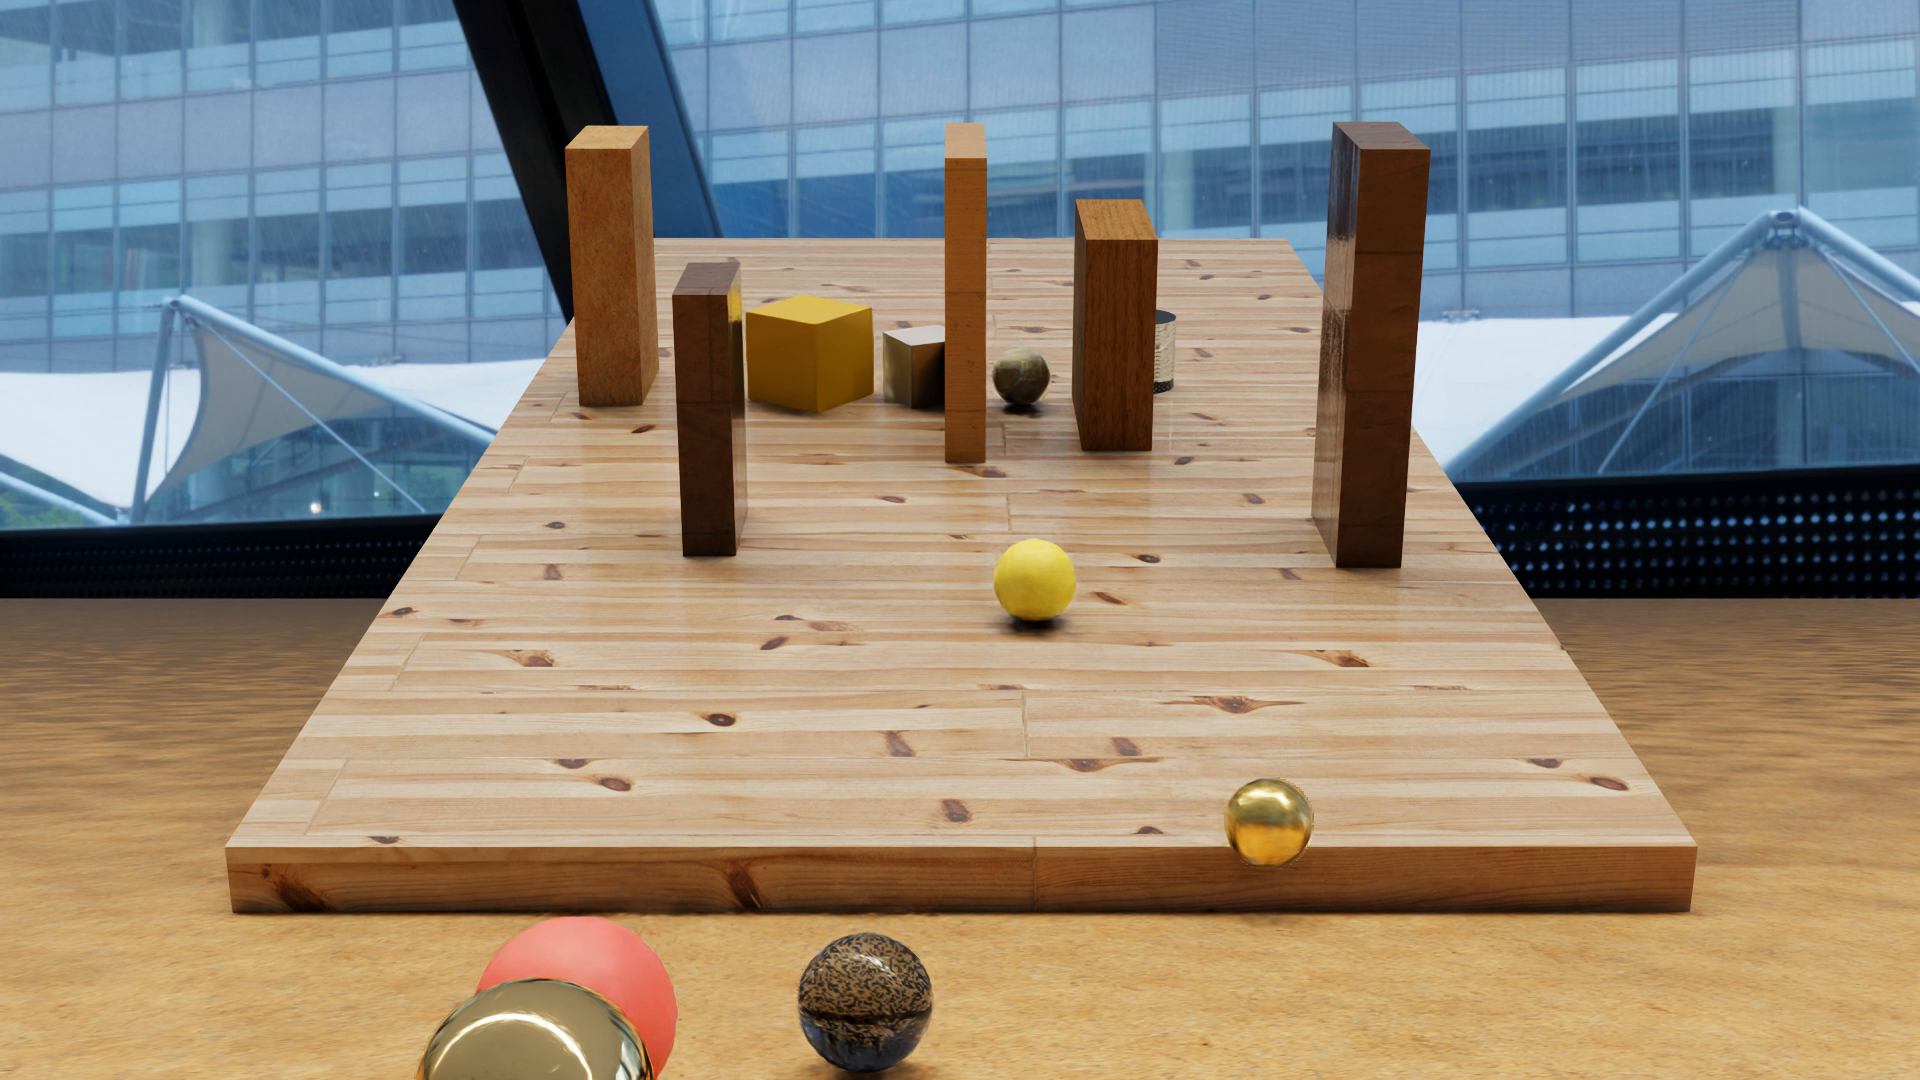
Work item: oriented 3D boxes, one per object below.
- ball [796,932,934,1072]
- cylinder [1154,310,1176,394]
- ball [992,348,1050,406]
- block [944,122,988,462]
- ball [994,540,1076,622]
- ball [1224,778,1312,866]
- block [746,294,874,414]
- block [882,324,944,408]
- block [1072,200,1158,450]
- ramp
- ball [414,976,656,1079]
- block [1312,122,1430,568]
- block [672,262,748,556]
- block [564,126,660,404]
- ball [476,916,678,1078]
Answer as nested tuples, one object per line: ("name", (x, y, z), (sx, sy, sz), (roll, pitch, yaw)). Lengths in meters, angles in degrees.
("ball", (-0.087, 0.424, 2.071), (0.126, 0.126, 0.126), (0, -1, 0))
("cylinder", (0.417, -0.439, 5.246), (0.164, 0.164, 0.164), (0, 19, 0))
("ball", (0.138, -0.369, 5.097), (0.131, 0.131, 0.131), (0, -1, 0))
("block", (0.010, -0.534, 4.807), (0.084, 0.635, 0.444), (0, 19, 0))
("ball", (0.127, 0.069, 3.840), (0.141, 0.141, 0.141), (0, -1, 0))
("ball", (0.410, 0.376, 3.007), (0.117, 0.117, 0.117), (0, -1, 0))
("block", (-0.341, -0.426, 5.144), (0.205, 0.205, 0.205), (14, 23, 33))
("block", (-0.079, -0.397, 5.152), (0.146, 0.146, 0.146), (-10, 22, -26))
("block", (0.332, -0.475, 4.915), (0.148, 0.453, 0.437), (0, 19, 0))
("ramp", (-0.005, -0.202, 4.968), (2.000, 0.100, 4.000), (0, 19, 0))
("ball", (-0.298, 0.392, 1.584), (0.168, 0.168, 0.168), (0, -1, 0))
("block", (0.743, -0.358, 4.121), (0.119, 0.761, 0.300), (0, 19, 0))
("block", (-0.462, -0.246, 4.203), (0.098, 0.492, 0.264), (0, 19, 0))
("block", (-0.790, -0.631, 5.161), (0.143, 0.579, 0.311), (0, 19, 0))
("ball", (-0.320, 0.398, 1.876), (0.169, 0.169, 0.169), (0, -1, 0))
